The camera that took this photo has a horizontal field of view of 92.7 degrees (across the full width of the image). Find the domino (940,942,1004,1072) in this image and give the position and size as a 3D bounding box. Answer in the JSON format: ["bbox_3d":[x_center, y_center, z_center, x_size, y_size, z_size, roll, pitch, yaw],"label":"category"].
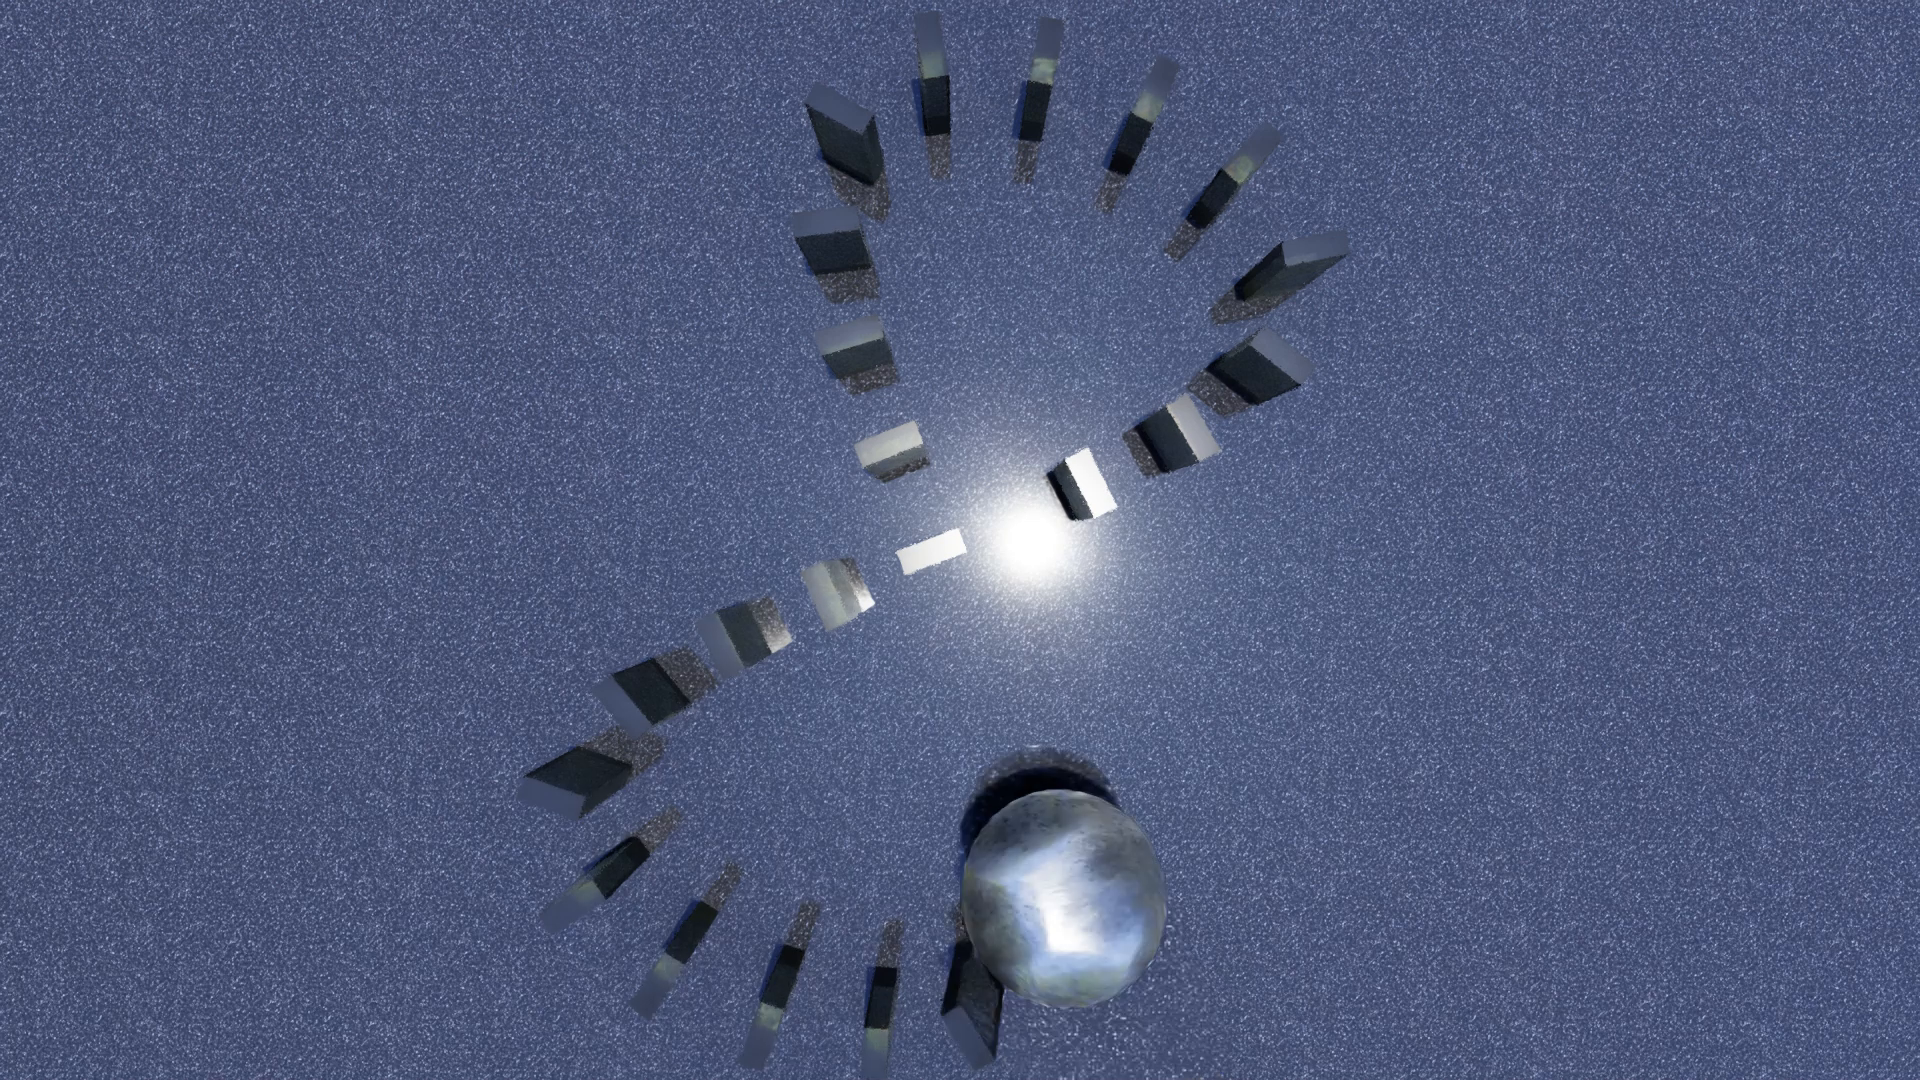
[{"bbox_3d":[0.006,0.189,0.375,0.010,0.050,0.025,-32,90,8],"label":"domino"}]

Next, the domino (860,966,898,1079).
[{"bbox_3d":[-0.033,0.199,0.375,0.009,0.050,0.025,4,90,0],"label":"domino"}]

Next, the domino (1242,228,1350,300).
[{"bbox_3d":[0.136,-0.112,0.375,0.025,0.050,0.010,-11,90,0],"label":"domino"}]

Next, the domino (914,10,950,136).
[{"bbox_3d":[-0.011,-0.189,0.375,0.010,0.050,0.025,-10,90,0],"label":"domino"}]

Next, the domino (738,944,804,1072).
[{"bbox_3d":[-0.076,0.190,0.375,0.010,0.050,0.025,19,90,0],"label":"domino"}]

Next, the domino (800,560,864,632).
[{"bbox_3d":[-0.052,0.022,0.375,0.010,0.050,0.025,-24,90,0],"label":"domino"}]

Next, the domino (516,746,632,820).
[{"bbox_3d":[-0.156,0.099,0.375,0.025,0.050,0.009,19,90,0],"label":"domino"}]

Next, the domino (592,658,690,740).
[{"bbox_3d":[-0.129,0.064,0.375,0.010,0.050,0.025,-40,90,0],"label":"domino"}]

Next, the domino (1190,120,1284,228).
[{"bbox_3d":[0.112,-0.148,0.375,0.010,0.050,0.025,43,90,0],"label":"domino"}]

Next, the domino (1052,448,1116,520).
[{"bbox_3d":[0.050,-0.022,0.375,0.010,0.050,0.025,-27,90,0],"label":"domino"}]

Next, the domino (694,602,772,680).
[{"bbox_3d":[-0.092,0.041,0.375,0.010,0.050,0.025,-27,90,0],"label":"domino"}]

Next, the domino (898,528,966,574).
[{"bbox_3d":[-0.011,0.004,0.375,0.025,0.050,0.009,-21,90,0],"label":"domino"}]

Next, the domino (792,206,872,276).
[{"bbox_3d":[-0.051,-0.122,0.375,0.025,0.050,0.009,-7,90,0],"label":"domino"}]

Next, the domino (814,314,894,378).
[{"bbox_3d":[-0.042,-0.078,0.375,0.025,0.050,0.010,-17,90,0],"label":"domino"}]

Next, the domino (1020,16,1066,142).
[{"bbox_3d":[0.033,-0.187,0.375,0.010,0.050,0.025,12,90,0],"label":"domino"}]

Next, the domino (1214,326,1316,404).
[{"bbox_3d":[0.123,-0.071,0.375,0.025,0.050,0.010,38,90,0],"label":"domino"}]

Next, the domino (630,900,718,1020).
[{"bbox_3d":[-0.116,0.170,0.375,0.010,0.050,0.025,33,90,0],"label":"domino"}]

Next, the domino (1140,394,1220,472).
[{"bbox_3d":[0.089,-0.043,0.375,0.009,0.050,0.025,-31,90,0],"label":"domino"}]

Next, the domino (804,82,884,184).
[{"bbox_3d":[-0.046,-0.165,0.375,0.025,0.050,0.009,29,90,0],"label":"domino"}]

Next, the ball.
[{"bbox_3d":[0.040,0.139,0.360,0.080,0.080,0.080,0,90,0],"label":"ball"}]

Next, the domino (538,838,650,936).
[{"bbox_3d":[-0.148,0.141,0.375,0.025,0.050,0.009,-33,90,0],"label":"domino"}]

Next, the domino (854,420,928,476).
[{"bbox_3d":[-0.027,-0.037,0.375,0.025,0.050,0.009,-22,90,0],"label":"domino"}]

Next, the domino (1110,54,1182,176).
[{"bbox_3d":[0.075,-0.172,0.375,0.009,0.050,0.025,26,90,0],"label":"domino"}]
